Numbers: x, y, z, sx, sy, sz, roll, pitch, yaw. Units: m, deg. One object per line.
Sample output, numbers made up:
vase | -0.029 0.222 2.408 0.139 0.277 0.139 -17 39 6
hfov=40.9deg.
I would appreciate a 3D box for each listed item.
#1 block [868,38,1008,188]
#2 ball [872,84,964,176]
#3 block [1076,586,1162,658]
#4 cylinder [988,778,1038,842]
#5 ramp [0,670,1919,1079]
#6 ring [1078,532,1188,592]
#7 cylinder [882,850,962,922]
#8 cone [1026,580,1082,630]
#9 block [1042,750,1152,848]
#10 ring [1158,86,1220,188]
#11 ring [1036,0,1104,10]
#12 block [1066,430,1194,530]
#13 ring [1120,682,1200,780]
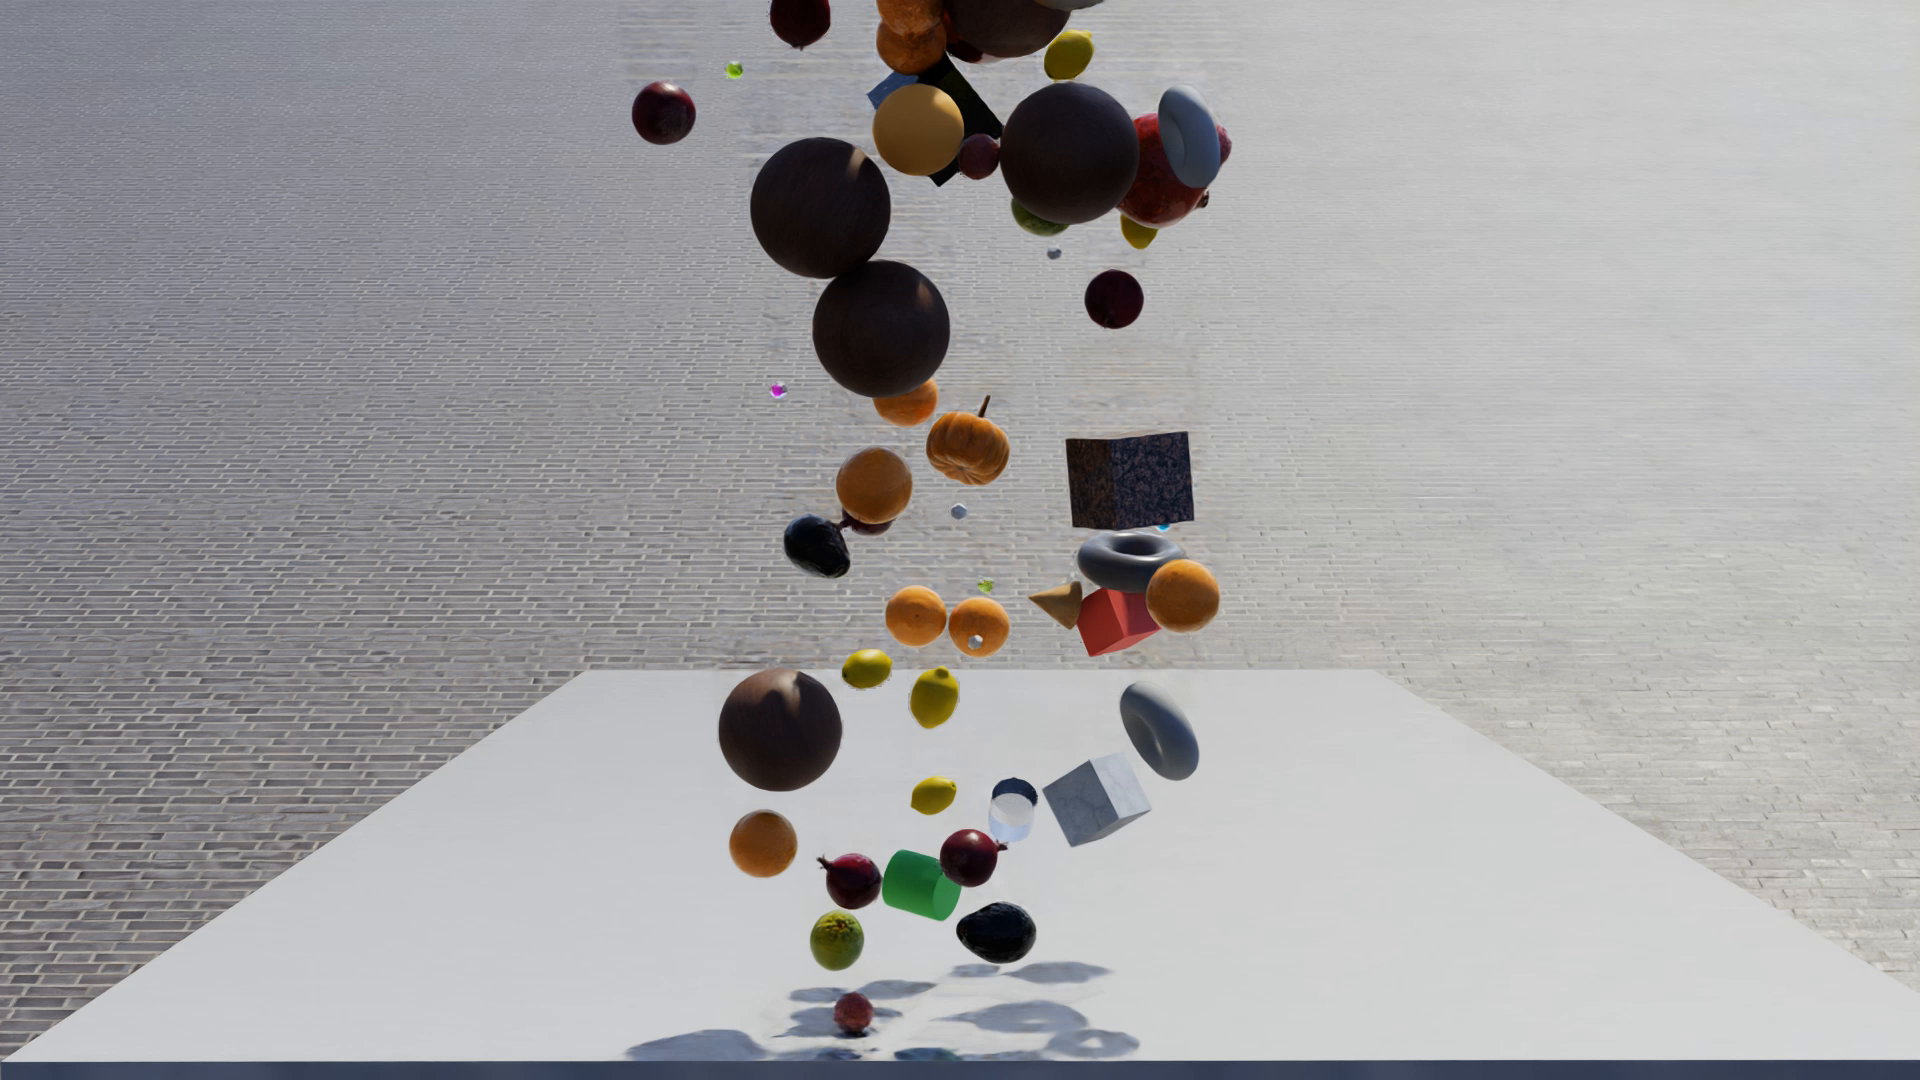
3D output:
block | -0.024 -0.448 2.699 0.093 0.093 0.093 -38 32 8
ball | -0.038 -0.372 2.335 0.083 0.083 0.083 0 23 0
block | 0.176 0.088 2.909 0.062 0.062 0.062 -11 -16 -43
cylinder | 0.061 0.317 3.015 0.054 0.054 0.054 3 48 -4
ramp | 0.052 0.472 4.535 2.000 0.100 4.000 0 3 0
ring | 0.194 0.024 2.883 0.126 0.042 0.126 3 19 -1
cylinder | -0.043 0.389 2.904 0.066 0.066 0.066 12 26 28
cone | 0.101 0.068 2.876 0.056 0.056 0.056 10 20 -16
block | 0.161 0.303 3.011 0.077 0.077 0.077 -35 -15 31
ring | 0.204 -0.360 2.295 0.031 0.094 0.094 -18 26 -10
ring | 0.100 -0.512 2.230 0.118 0.118 0.039 9 -20 21
block | 0.179 -0.064 2.715 0.094 0.094 0.094 -8 6 -26
ring | 0.211 0.202 2.720 0.038 0.115 0.115 -29 32 -17
